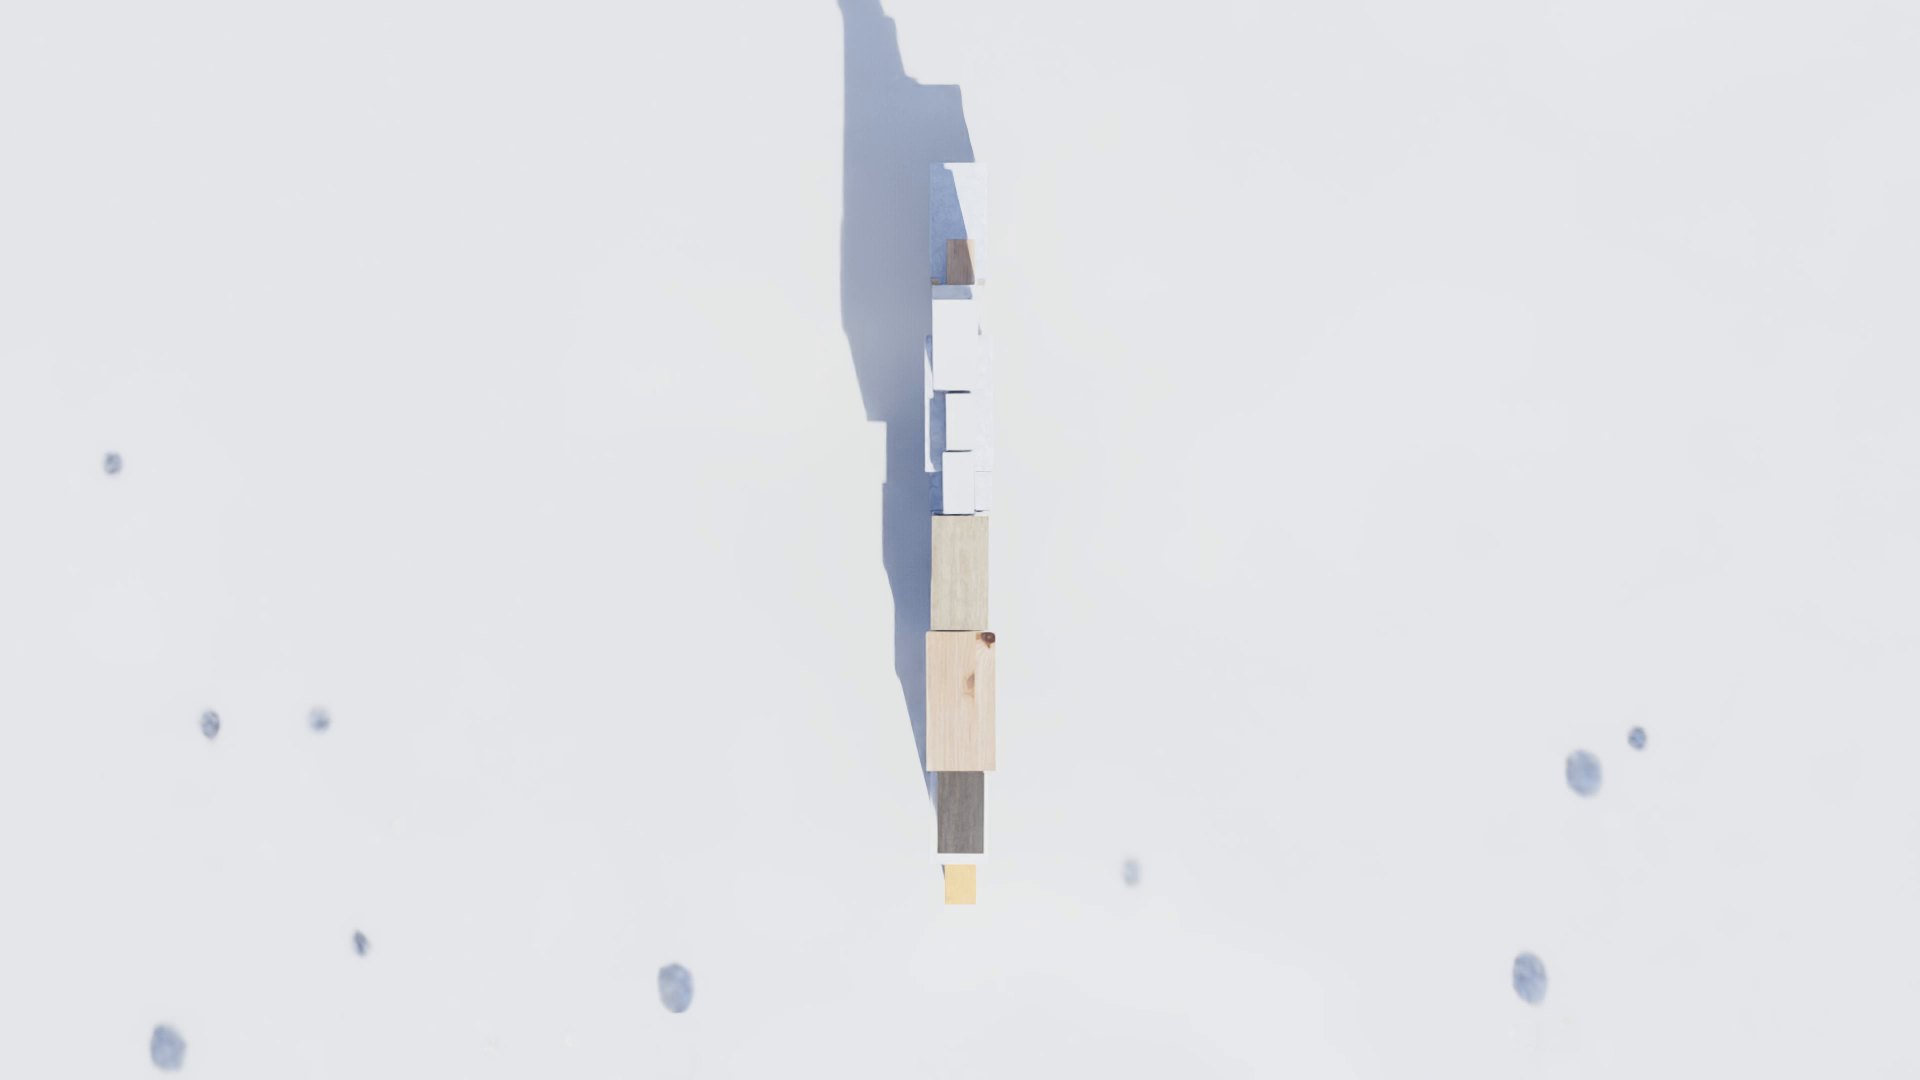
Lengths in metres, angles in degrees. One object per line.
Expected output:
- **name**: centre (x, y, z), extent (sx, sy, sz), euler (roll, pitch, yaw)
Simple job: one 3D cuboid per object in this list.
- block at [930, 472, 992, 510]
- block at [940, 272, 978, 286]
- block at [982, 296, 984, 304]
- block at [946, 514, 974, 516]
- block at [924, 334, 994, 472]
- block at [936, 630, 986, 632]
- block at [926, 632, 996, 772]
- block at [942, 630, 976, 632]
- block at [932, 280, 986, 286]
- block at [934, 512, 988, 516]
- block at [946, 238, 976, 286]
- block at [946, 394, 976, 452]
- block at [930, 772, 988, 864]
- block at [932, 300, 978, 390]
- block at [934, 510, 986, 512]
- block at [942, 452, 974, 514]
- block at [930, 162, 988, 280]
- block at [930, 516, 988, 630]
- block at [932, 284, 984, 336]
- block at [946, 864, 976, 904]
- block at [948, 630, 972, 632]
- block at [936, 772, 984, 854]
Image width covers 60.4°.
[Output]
- **block**: centre (0.001, -0.249, 4.495), extent (0.168, 0.048, 0.336), euler (0, 90, 0)
- **block**: centre (-0.004, -0.690, 4.988), extent (0.115, 0.033, 0.230), euler (0, 90, 0)
- **block**: centre (-0.005, -0.655, 4.773), extent (0.140, 0.397, 0.040), euler (0, 90, 0)
- **block**: centre (0.001, -0.095, 4.317), extent (0.072, 0.020, 0.144), euler (0, 90, 0)
- **block**: centre (-0.002, -0.339, 4.110), extent (0.169, 0.048, 0.337), euler (0, 90, 0)
- **block**: centre (0.003, 0.386, 5.175), extent (0.152, 0.043, 0.303), euler (0, 90, 0)
- **block**: centre (0.002, 0.394, 4.046), extent (0.169, 0.048, 0.338), euler (0, 90, 0)
- **block**: centre (-0.001, 0.327, 4.585), extent (0.095, 0.027, 0.189), euler (0, 90, 0)
- **block**: centre (-0.005, -0.869, 5.322), extent (0.178, 0.356, 0.050), euler (0, 90, 0)
- **block**: centre (0.002, 0.074, 4.583), extent (0.152, 0.043, 0.303), euler (0, 90, 0)
- **block**: centre (0.002, -0.790, 4.793), extent (0.083, 0.024, 0.167), euler (1, 90, 0)
- **block**: centre (0.001, -0.280, 3.940), extent (0.068, 0.019, 0.136), euler (-1, 90, 0)
- **block**: centre (-0.003, 0.790, 4.906), extent (0.170, 0.048, 0.340), euler (0, 90, 0)
- **block**: centre (-0.011, -0.456, 3.864), extent (0.104, 0.029, 0.208), euler (0, 90, 1)
- **block**: centre (-0.001, -0.076, 4.930), extent (0.157, 0.045, 0.315), euler (0, 90, 0)
- **block**: centre (-0.004, -0.136, 3.931), extent (0.072, 0.021, 0.145), euler (-1, 90, 0)
- **block**: centre (-0.005, -0.988, 5.119), extent (0.178, 0.050, 0.356), euler (0, 90, 0)
- **block**: centre (0.000, 0.080, 4.011), extent (0.138, 0.039, 0.276), euler (0, 90, 0)
- **block**: centre (-0.006, -0.561, 4.555), extent (0.140, 0.040, 0.280), euler (0, 90, 0)
- **block**: centre (0.002, 1.066, 5.286), extent (0.100, 0.028, 0.200), euler (0, 90, 0)
- **block**: centre (0.000, 0.217, 4.418), extent (0.067, 0.019, 0.134), euler (0, 90, 0)
- **block**: centre (0.002, 0.740, 4.598), extent (0.131, 0.037, 0.263), euler (0, 91, 0)
